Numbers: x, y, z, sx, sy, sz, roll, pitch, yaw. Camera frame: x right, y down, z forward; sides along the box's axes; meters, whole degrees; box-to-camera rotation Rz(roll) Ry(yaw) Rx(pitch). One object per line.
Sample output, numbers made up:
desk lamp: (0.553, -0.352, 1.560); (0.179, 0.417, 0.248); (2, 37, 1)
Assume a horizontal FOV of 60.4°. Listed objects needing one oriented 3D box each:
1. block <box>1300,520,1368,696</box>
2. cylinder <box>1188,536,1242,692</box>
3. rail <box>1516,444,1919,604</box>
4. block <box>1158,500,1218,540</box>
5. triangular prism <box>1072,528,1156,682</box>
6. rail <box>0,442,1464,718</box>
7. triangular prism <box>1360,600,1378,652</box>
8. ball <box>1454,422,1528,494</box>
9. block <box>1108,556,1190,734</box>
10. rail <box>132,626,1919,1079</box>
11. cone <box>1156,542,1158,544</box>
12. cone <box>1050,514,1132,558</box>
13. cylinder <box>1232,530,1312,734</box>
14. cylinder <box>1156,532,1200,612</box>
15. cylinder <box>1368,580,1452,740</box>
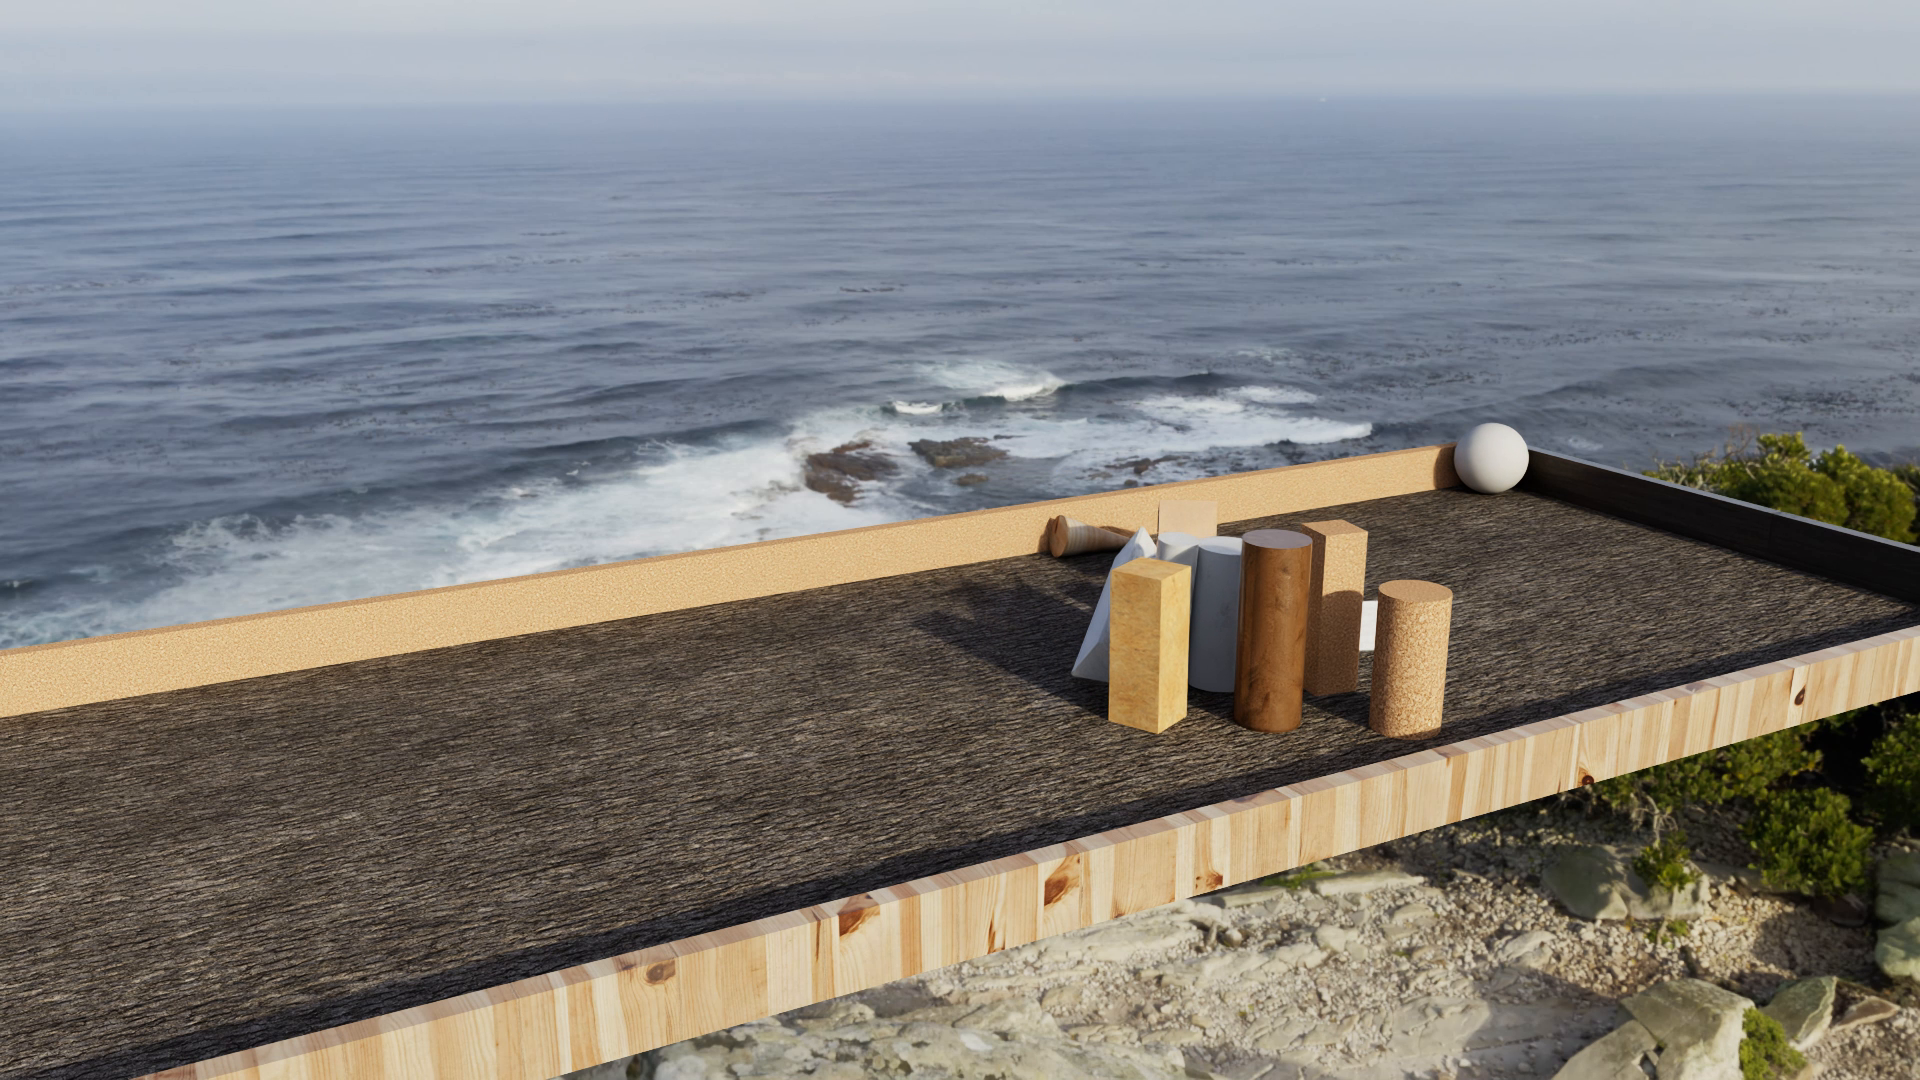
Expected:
block: (0.908, 0.167, 4.060); (0.115, 0.410, 0.115); (-6, 17, -19)
cylinder: (0.650, 0.184, 4.088); (0.157, 0.355, 0.157); (2, 17, -1)
rail: (2.466, -0.048, 5.253); (0.050, 0.150, 2.100); (-9, 18, -27)
block: (0.671, -0.018, 4.903); (0.163, 0.163, 0.396); (2, -4, 6)
triangular prism: (0.403, 0.152, 4.108); (0.139, 0.121, 0.459); (9, 40, 15)
rail: (-3.305, 0.497, 3.399); (12.000, 0.150, 0.050); (-9, 18, -27)
triangular prism: (1.008, 0.220, 4.389); (0.380, 0.117, 0.135); (-2, 17, -6)
ball: (1.898, -0.292, 5.896); (0.255, 0.255, 0.255); (0, 16, 0)
block: (0.443, 0.244, 3.860); (0.134, 0.373, 0.134); (11, 20, 35)
rail: (-2.336, 1.006, 1.665); (12.000, 0.150, 0.050); (-9, 18, -27)
cone: (0.473, 0.126, 4.298); (0.153, 0.153, 0.428); (8, 49, 25)
cone: (0.466, 0.004, 5.223); (0.339, 0.133, 0.133); (6, 13, -21)
cylinder: (0.727, 0.212, 3.842); (0.159, 0.447, 0.159); (0, 16, 0)
cylinder: (0.520, 0.174, 4.078); (0.102, 0.378, 0.102); (3, 20, -1)
cylinder: (1.042, 0.276, 3.821); (0.164, 0.335, 0.164); (0, 16, 0)
